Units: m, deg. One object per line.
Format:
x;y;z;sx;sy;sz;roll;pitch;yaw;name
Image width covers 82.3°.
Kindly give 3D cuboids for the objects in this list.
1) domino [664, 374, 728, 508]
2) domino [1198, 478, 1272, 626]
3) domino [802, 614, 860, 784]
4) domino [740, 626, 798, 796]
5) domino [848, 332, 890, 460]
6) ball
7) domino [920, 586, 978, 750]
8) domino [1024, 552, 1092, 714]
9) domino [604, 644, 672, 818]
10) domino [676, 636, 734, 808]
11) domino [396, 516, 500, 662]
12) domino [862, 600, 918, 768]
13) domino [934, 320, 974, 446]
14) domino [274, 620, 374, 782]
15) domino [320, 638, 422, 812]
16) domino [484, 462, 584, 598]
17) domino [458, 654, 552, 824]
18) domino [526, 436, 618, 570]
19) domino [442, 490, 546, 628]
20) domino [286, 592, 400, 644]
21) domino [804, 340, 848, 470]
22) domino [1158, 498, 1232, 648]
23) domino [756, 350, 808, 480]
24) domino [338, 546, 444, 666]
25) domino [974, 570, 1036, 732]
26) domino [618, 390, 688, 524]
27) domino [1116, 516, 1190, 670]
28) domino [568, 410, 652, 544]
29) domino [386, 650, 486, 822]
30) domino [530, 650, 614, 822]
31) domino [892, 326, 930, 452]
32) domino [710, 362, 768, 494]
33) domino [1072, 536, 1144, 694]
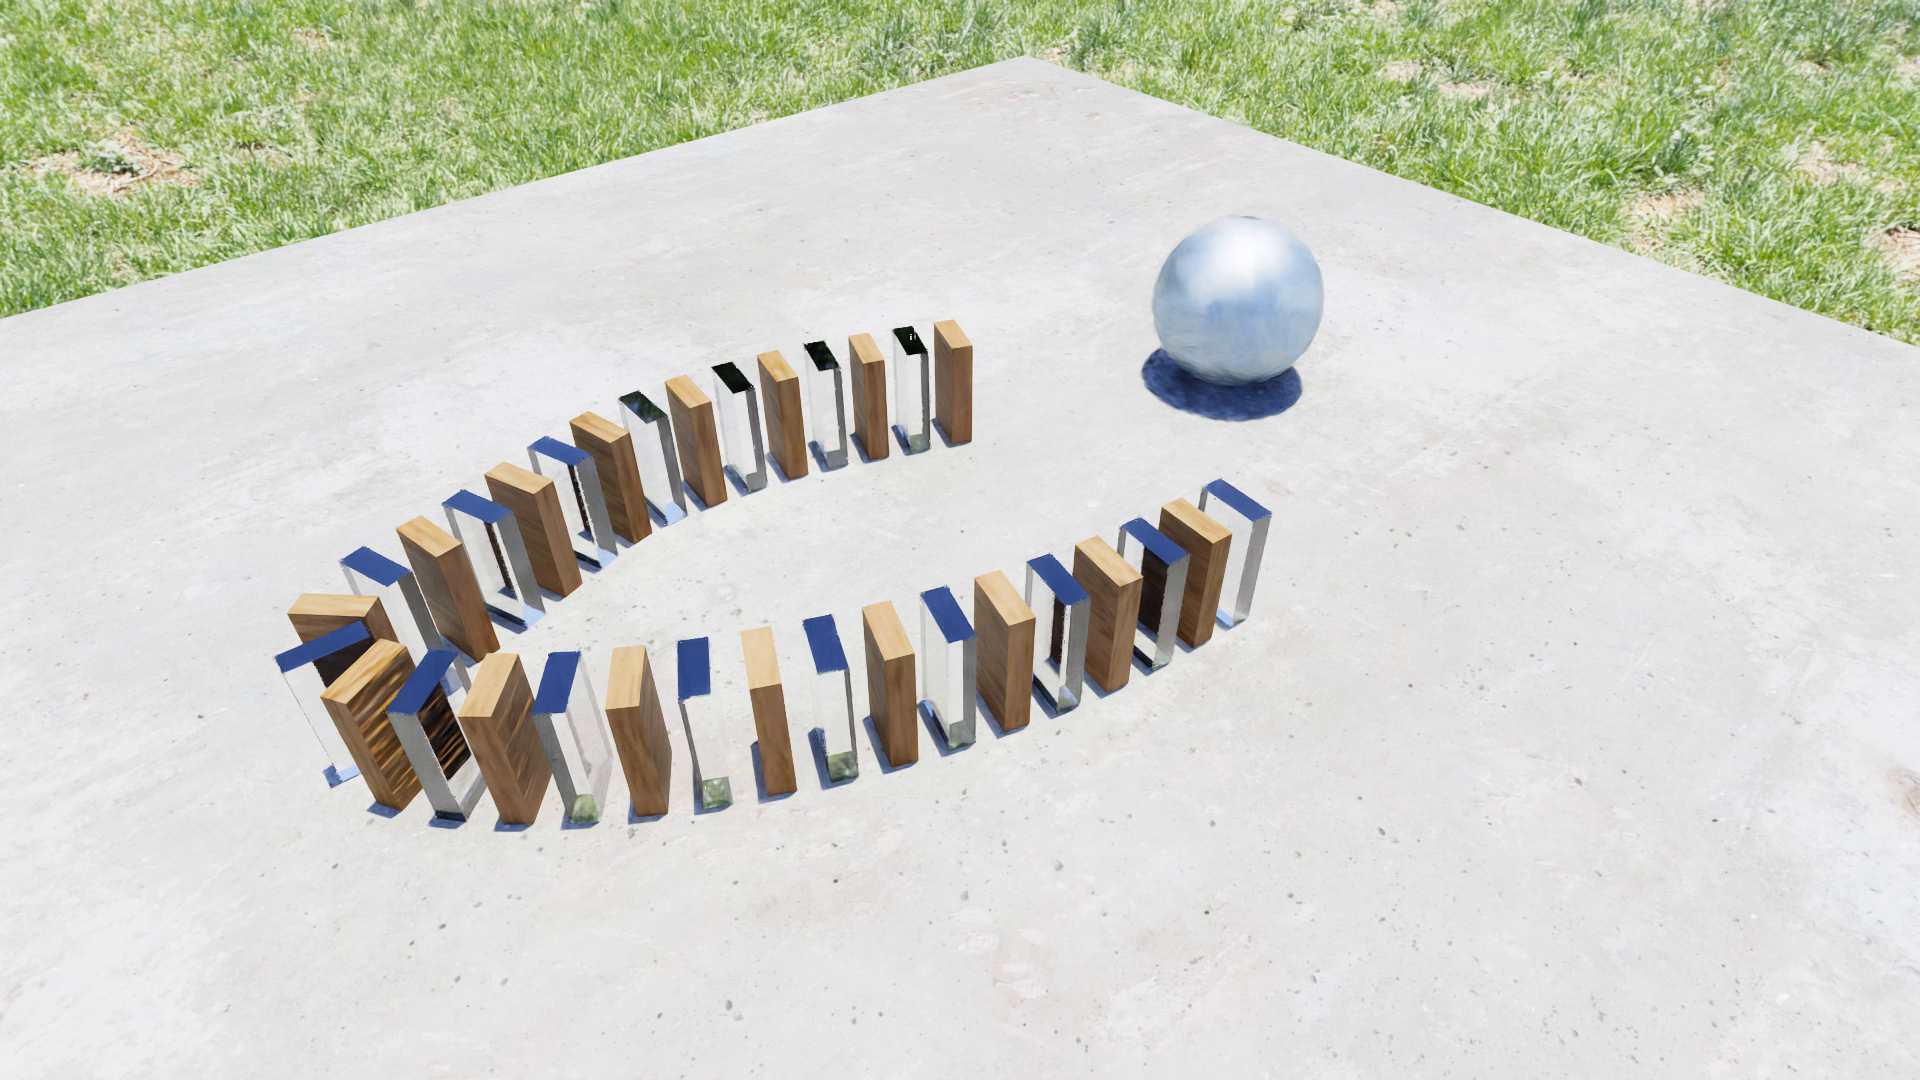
-0.110;-0.041;0.462;0.009;0.050;0.025;-24;45;-26;domino
0.098;0.005;0.405;0.009;0.050;0.025;-24;45;-26;domino
-0.041;0.051;0.349;0.010;0.050;0.025;-11;41;-13;domino
-0.060;0.054;0.345;0.009;0.050;0.025;-9;40;-11;domino
-0.040;-0.063;0.489;0.009;0.050;0.025;-12;41;-15;domino
0.133;-0.114;0.527;0.080;0.080;0.080;0;39;0;ball
-0.004;0.042;0.360;0.009;0.050;0.025;-15;42;-17;domino
0.032;0.032;0.372;0.009;0.050;0.025;-18;43;-21;domino
-0.098;0.059;0.339;0.009;0.050;0.025;-5;40;-7;domino
-0.079;0.057;0.342;0.009;0.050;0.025;-8;40;-9;domino
-0.181;0.018;0.390;0.025;0.050;0.009;26;46;28;domino
-0.022;0.047;0.354;0.009;0.050;0.025;-13;41;-15;domino
-0.003;-0.071;0.499;0.010;0.050;0.025;-13;41;-15;domino
-0.193;0.051;0.349;0.025;0.050;0.010;-27;47;-29;domino
-0.176;0.058;0.341;0.010;0.050;0.025;12;41;14;domino
-0.161;-0.004;0.416;0.025;0.050;0.009;19;43;22;domino
-0.138;0.061;0.337;0.009;0.050;0.025;0;39;0;domino
-0.150;-0.014;0.429;0.025;0.050;0.010;21;44;23;domino
-0.170;0.008;0.402;0.025;0.050;0.010;19;43;22;domino
-0.198;0.040;0.363;0.025;0.050;0.009;2;39;3;domino
-0.059;-0.059;0.484;0.009;0.050;0.025;-14;41;-17;domino
0.082;0.012;0.397;0.009;0.050;0.025;-24;45;-27;domino
-0.077;-0.054;0.477;0.009;0.050;0.025;-18;43;-21;domino
-0.192;0.028;0.377;0.025;0.050;0.010;21;44;24;domino
0.014;0.037;0.366;0.010;0.050;0.025;-16;42;-19;domino
-0.126;-0.034;0.452;0.010;0.050;0.025;-28;47;-30;domino
0.066;0.019;0.388;0.009;0.050;0.025;-23;45;-26;domino
-0.140;-0.025;0.442;0.025;0.050;0.009;26;46;28;domino
-0.157;0.061;0.338;0.009;0.050;0.025;5;40;6;domino
-0.118;0.061;0.337;0.009;0.050;0.025;-3;39;-4;domino
-0.022;-0.067;0.494;0.009;0.050;0.025;-12;41;-14;domino
-0.094;-0.048;0.470;0.010;0.050;0.025;-21;44;-23;domino
0.049;0.026;0.380;0.010;0.050;0.025;-21;44;-23;domino
